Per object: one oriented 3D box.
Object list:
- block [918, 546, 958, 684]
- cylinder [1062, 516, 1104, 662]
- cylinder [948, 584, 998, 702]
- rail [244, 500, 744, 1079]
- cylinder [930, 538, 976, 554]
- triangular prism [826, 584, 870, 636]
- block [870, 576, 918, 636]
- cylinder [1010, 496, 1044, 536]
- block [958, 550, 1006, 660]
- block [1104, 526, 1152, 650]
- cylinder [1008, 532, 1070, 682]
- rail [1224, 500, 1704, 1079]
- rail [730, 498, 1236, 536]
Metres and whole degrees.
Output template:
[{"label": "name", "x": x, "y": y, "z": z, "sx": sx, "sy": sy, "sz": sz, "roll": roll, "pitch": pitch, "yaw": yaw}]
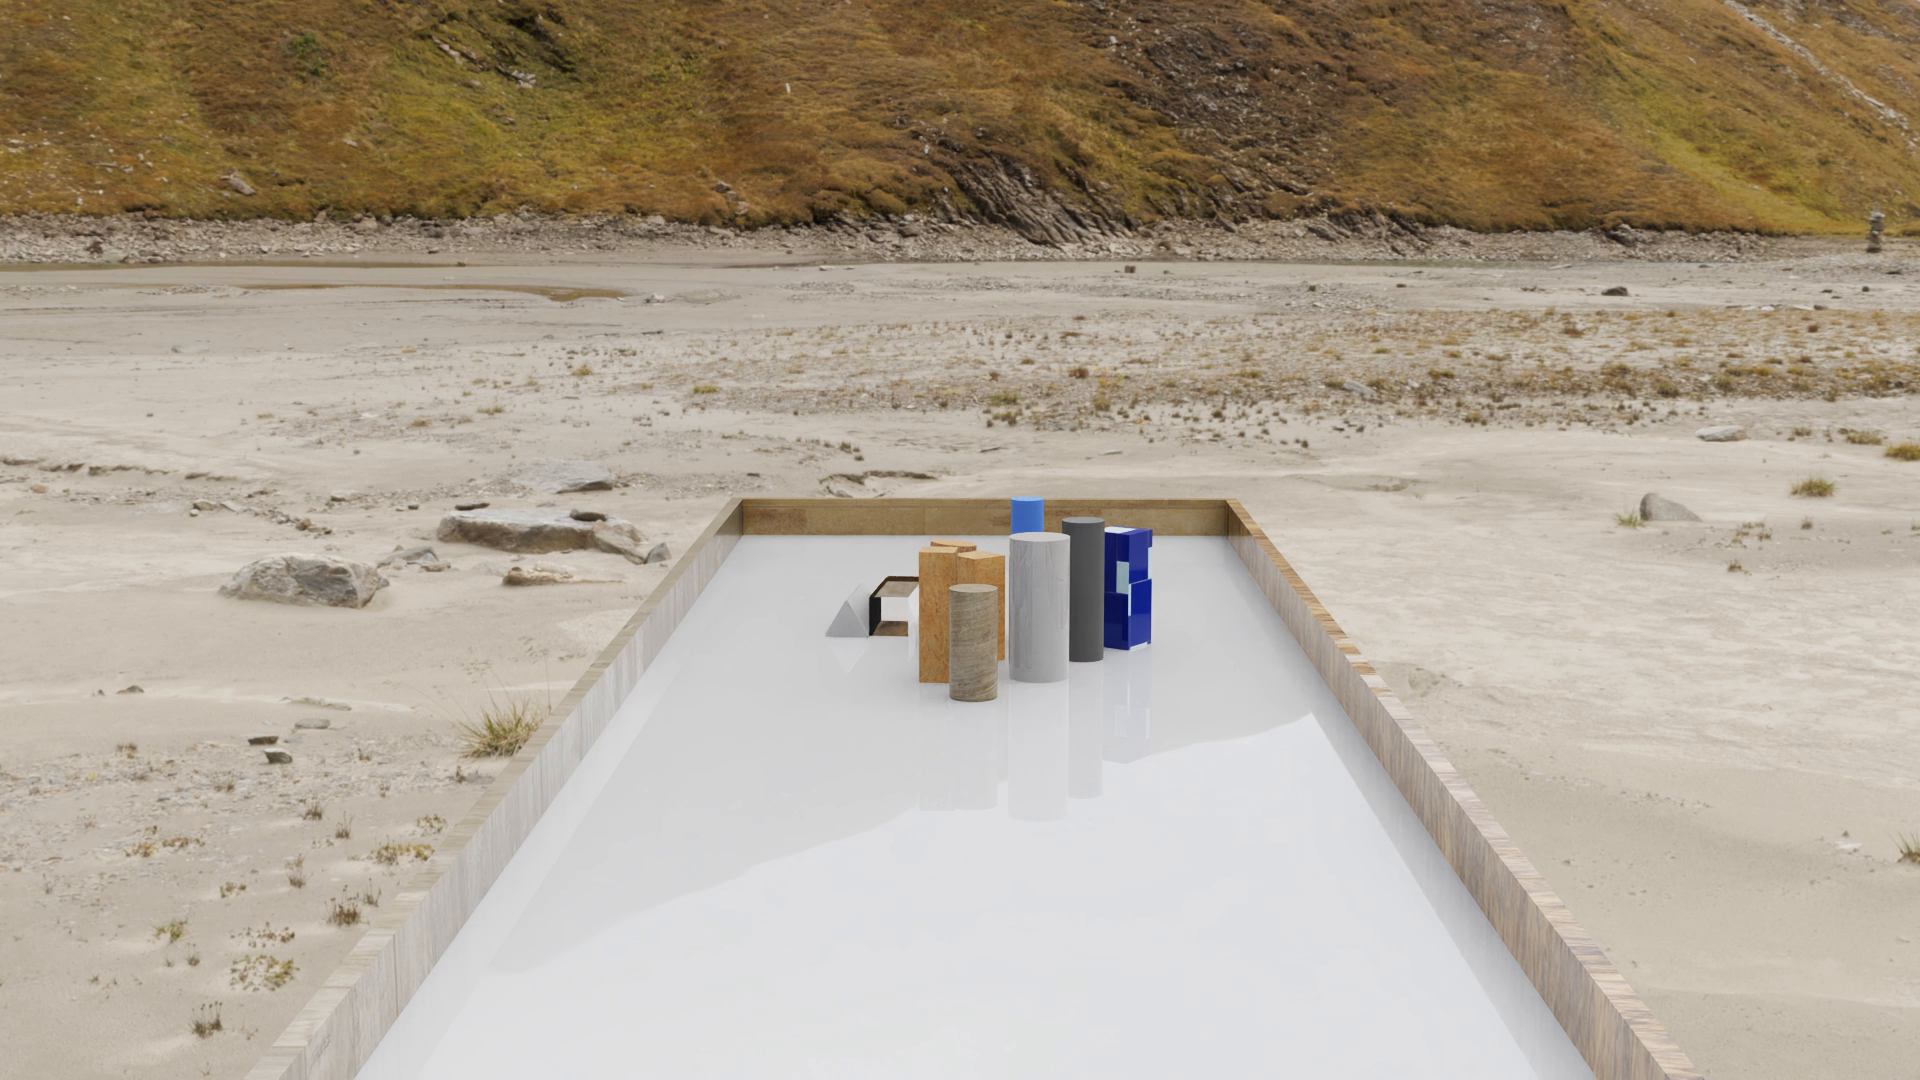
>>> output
[{"label": "block", "x": -0.062, "y": 0.217, "z": 6.411, "sx": 0.104, "sy": 0.384, "sz": 0.104, "roll": 1, "pitch": 9, "yaw": 6}, {"label": "cylinder", "x": 0.374, "y": 0.150, "z": 6.698, "sx": 0.131, "sy": 0.427, "sz": 0.131, "roll": 0, "pitch": 9, "yaw": 0}, {"label": "cylinder", "x": 0.038, "y": 0.289, "z": 6.190, "sx": 0.137, "sy": 0.312, "sz": 0.137, "roll": 0, "pitch": 9, "yaw": 0}, {"label": "rail", "x": -1.004, "y": 0.839, "z": 3.234, "sx": 0.050, "sy": 0.150, "sz": 12.000, "roll": 0, "pitch": 9, "yaw": 1}, {"label": "cylinder", "x": -0.035, "y": 0.162, "z": 6.953, "sx": 0.146, "sy": 0.311, "sz": 0.146, "roll": 6, "pitch": 8, "yaw": -1}, {"label": "triangular prism", "x": -0.345, "y": 0.225, "z": 7.199, "sx": 0.134, "sy": 0.116, "sz": 0.336, "roll": 1, "pitch": 9, "yaw": 6}, {"label": "block", "x": -0.205, "y": 0.215, "z": 7.245, "sx": 0.127, "sy": 0.127, "sz": 0.395, "roll": 1, "pitch": 9, "yaw": 7}, {"label": "cylinder", "x": 0.212, "y": 0.097, "z": 6.936, "sx": 0.103, "sy": 0.458, "sz": 0.103, "roll": 0, "pitch": 9, "yaw": 0}, {"label": "block", "x": 0.053, "y": 0.204, "z": 6.688, "sx": 0.119, "sy": 0.323, "sz": 0.119, "roll": -7, "pitch": 12, "yaw": -39}, {"label": "block", "x": 0.507, "y": 0.149, "z": 6.906, "sx": 0.138, "sy": 0.364, "sz": 0.138, "roll": 7, "pitch": 11, "yaw": 36}, {"label": "cylinder", "x": 0.232, "y": 0.196, "z": 6.444, "sx": 0.178, "sy": 0.416, "sz": 0.178, "roll": 0, "pitch": 9, "yaw": 0}, {"label": "rail", "x": 1.046, "y": 0.843, "z": 3.208, "sx": 0.050, "sy": 0.150, "sz": 12.000, "roll": 0, "pitch": 9, "yaw": 1}, {"label": "rail", "x": 0.099, "y": -0.098, "z": 9.147, "sx": 2.100, "sy": 0.150, "sz": 0.050, "roll": 0, "pitch": 9, "yaw": 1}]
